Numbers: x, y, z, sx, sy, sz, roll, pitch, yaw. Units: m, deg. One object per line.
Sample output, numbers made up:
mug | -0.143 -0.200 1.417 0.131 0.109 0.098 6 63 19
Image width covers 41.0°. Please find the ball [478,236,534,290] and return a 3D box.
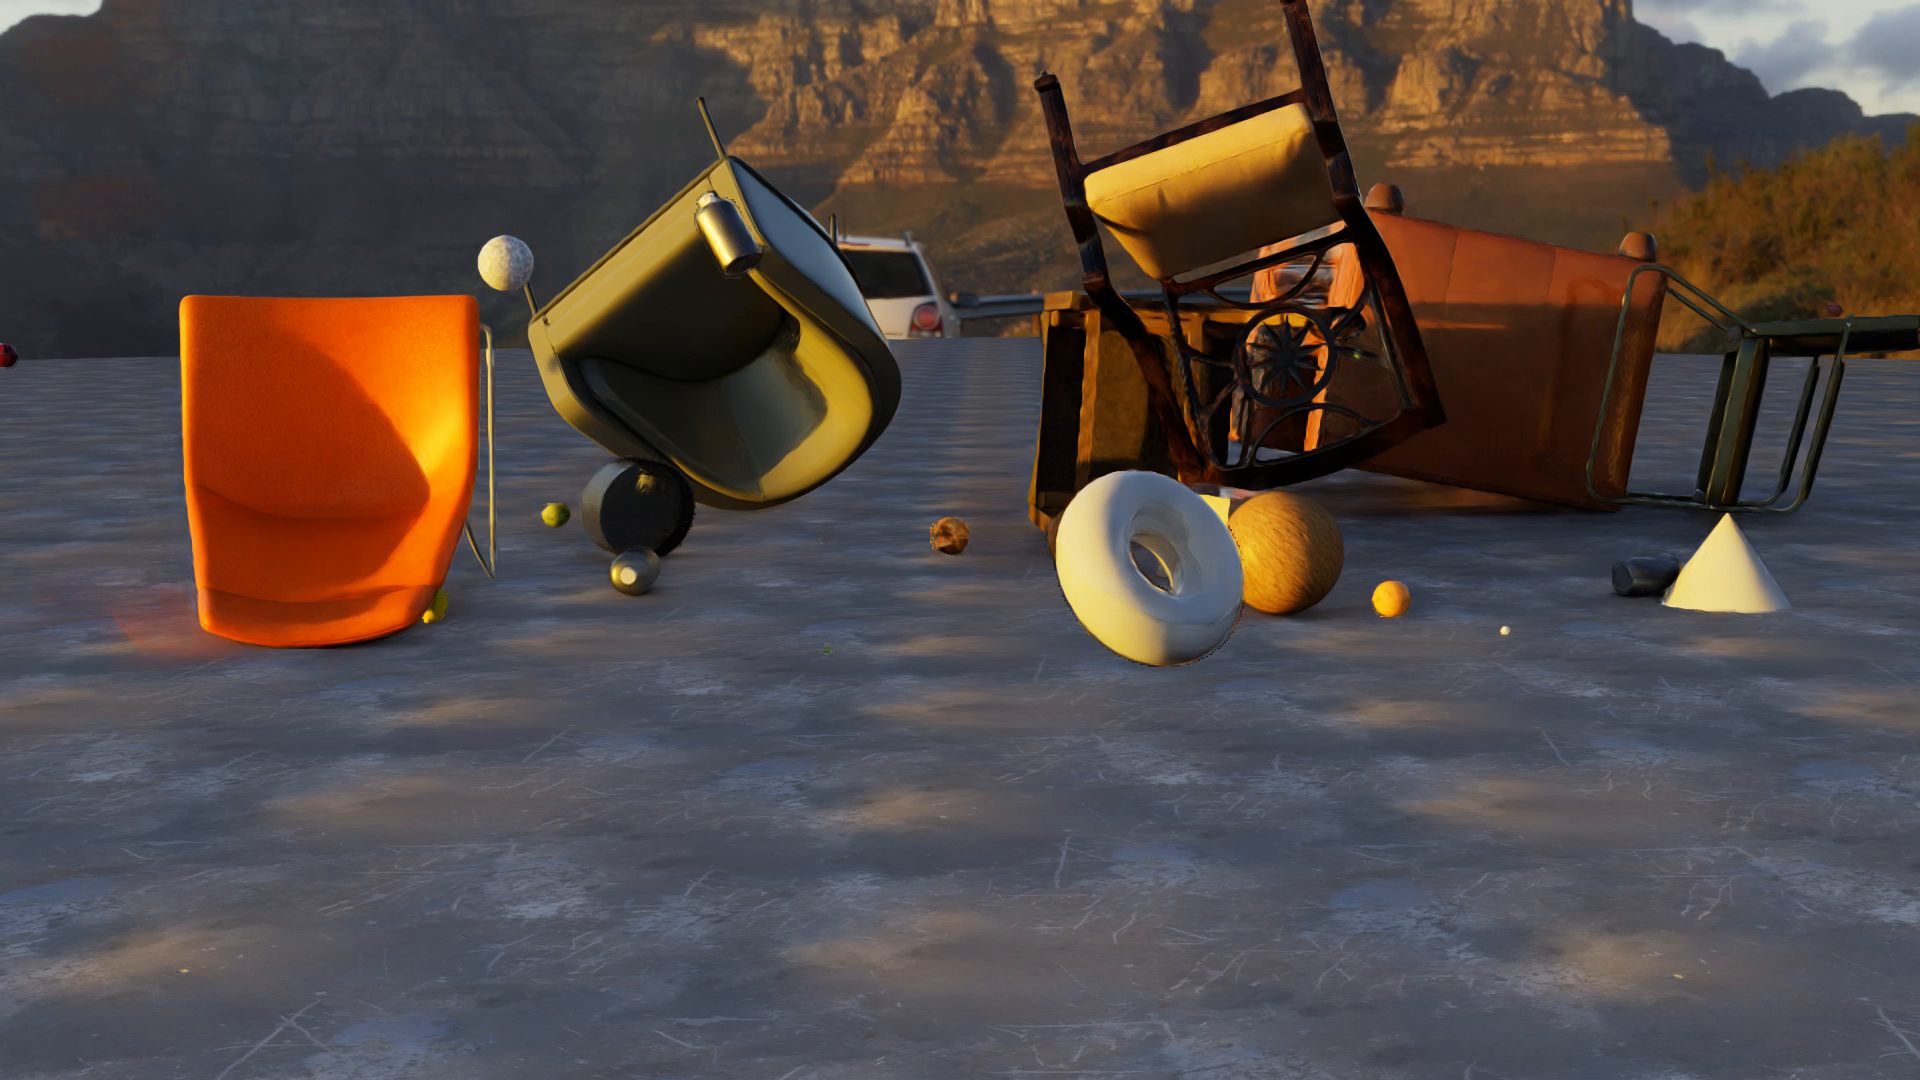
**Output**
ball | -1.128 -0.688 6.371 0.137 0.137 0.137 0 6 0

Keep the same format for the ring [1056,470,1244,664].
ring | 0.317 0.044 4.272 0.348 0.345 0.135 -2 -25 -35

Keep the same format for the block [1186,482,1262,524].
block | 0.546 -0.012 5.518 0.165 0.190 0.161 12 12 37

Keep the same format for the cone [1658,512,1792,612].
cone | 1.533 0.037 5.133 0.264 0.189 0.194 3 7 30

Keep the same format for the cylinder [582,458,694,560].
cylinder | -0.756 -0.073 6.010 0.220 0.235 0.160 40 -11 -22

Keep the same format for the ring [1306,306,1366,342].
ring | 0.939 -0.539 6.409 0.147 0.022 0.132 7 -34 -8

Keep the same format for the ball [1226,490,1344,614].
ball | 0.627 0.024 5.001 0.242 0.242 0.242 0 6 0

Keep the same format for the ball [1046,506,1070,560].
ball | 0.268 -0.003 5.714 0.150 0.150 0.150 0 6 0

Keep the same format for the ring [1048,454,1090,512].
ring | 0.299 -0.139 6.874 0.082 0.213 0.157 -24 -38 17
